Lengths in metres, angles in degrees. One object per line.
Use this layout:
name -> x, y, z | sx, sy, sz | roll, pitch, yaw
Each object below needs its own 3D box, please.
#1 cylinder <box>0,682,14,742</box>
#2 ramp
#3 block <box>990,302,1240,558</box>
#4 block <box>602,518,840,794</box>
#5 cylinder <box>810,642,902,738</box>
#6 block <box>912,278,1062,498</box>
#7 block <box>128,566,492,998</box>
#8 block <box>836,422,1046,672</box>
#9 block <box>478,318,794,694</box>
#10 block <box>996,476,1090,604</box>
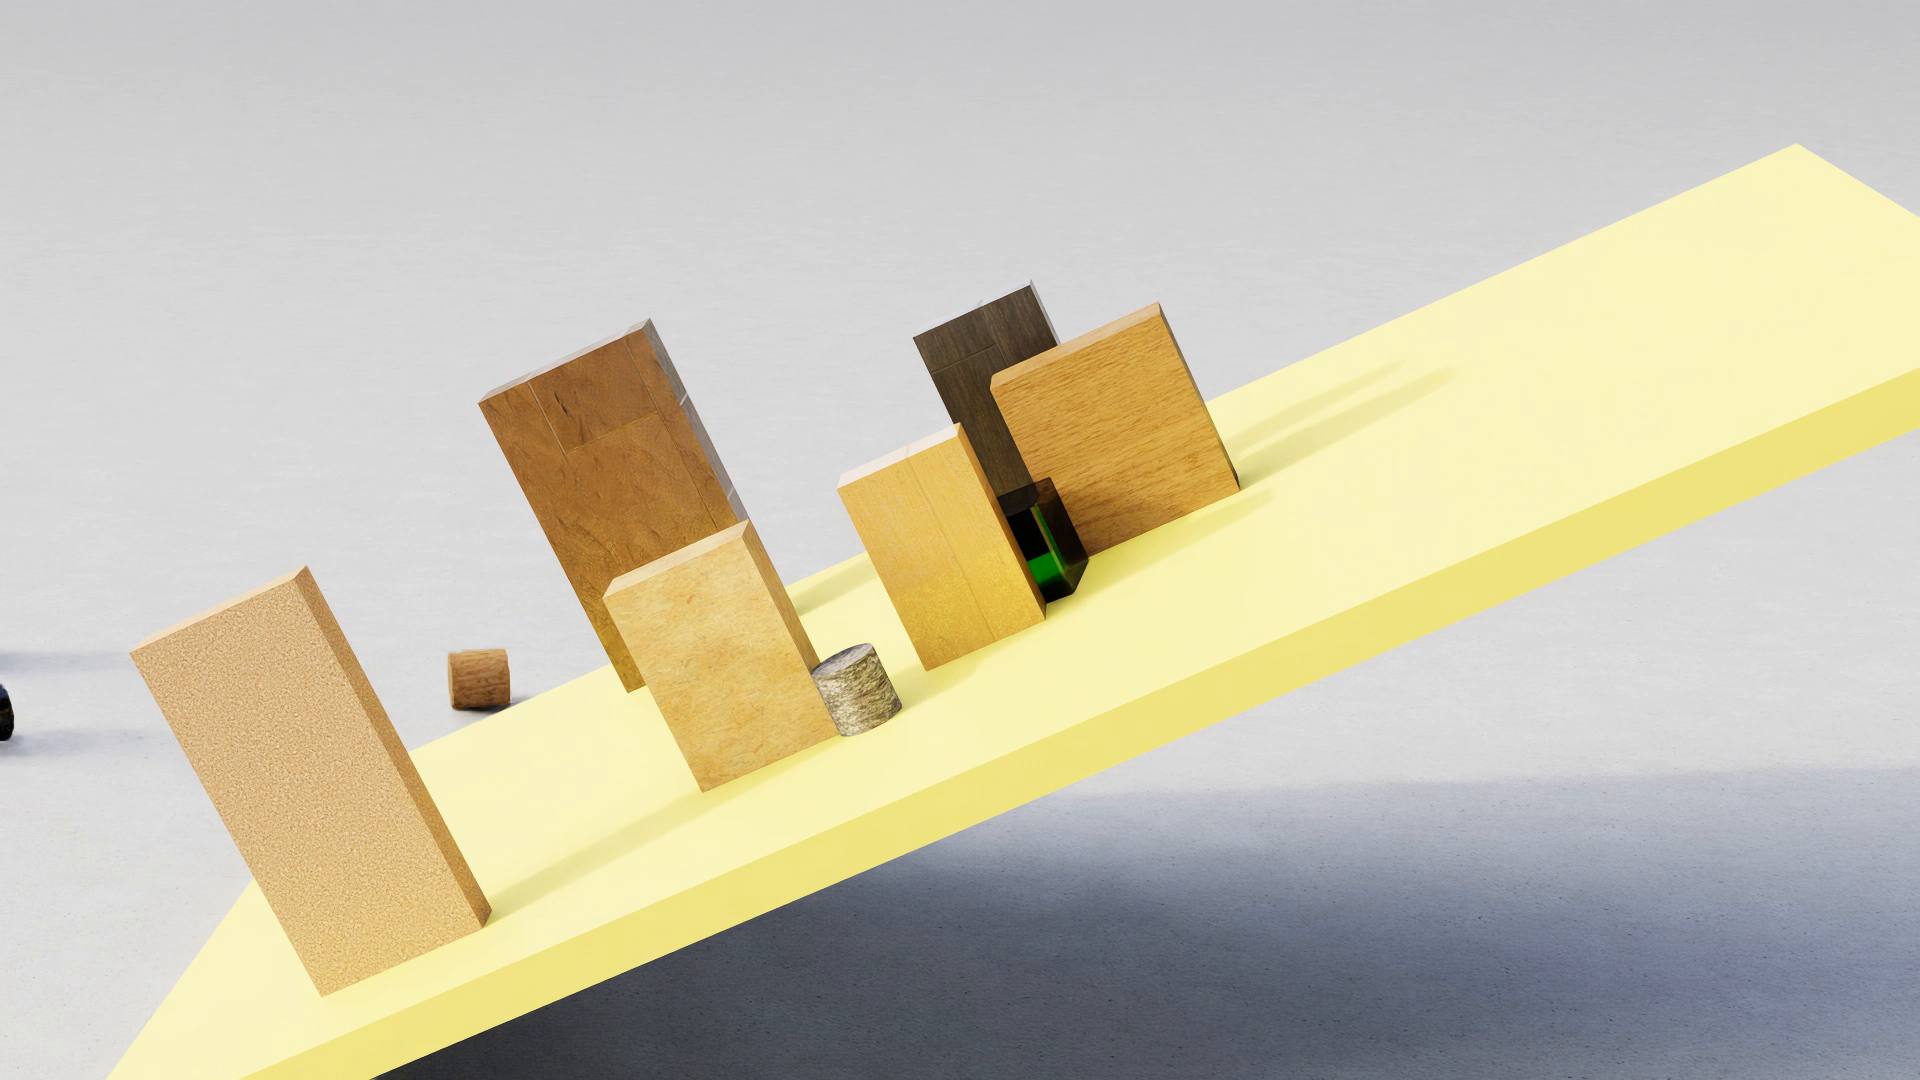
cylinder -> -2.737, 0.487, 8.125 | 0.178, 0.178, 0.178 | -13, 20, -40
ramp -> 0.135, 0.169, 6.283 | 4.000, 0.100, 2.000 | -24, 13, 9
block -> 0.333, -0.230, 6.307 | 0.392, 0.422, 0.141 | -24, 13, 9
block -> -0.473, 0.235, 5.941 | 0.310, 0.451, 0.138 | -24, 13, 9
cylinder -> -0.207, 0.300, 5.883 | 0.138, 0.138, 0.138 | -24, 13, 6
block -> 0.142, -0.270, 6.537 | 0.283, 0.551, 0.089 | -24, 13, 9
block -> -1.260, 0.476, 5.737 | 0.362, 0.783, 0.096 | -24, 13, 9
block -> -0.035, 0.015, 6.032 | 0.271, 0.426, 0.117 | -24, 13, 9
block -> -0.762, -0.078, 6.971 | 0.431, 0.781, 0.126 | -24, 13, 9
block -> 0.124, 0.023, 6.199 | 0.204, 0.204, 0.204 | -21, 14, 18
